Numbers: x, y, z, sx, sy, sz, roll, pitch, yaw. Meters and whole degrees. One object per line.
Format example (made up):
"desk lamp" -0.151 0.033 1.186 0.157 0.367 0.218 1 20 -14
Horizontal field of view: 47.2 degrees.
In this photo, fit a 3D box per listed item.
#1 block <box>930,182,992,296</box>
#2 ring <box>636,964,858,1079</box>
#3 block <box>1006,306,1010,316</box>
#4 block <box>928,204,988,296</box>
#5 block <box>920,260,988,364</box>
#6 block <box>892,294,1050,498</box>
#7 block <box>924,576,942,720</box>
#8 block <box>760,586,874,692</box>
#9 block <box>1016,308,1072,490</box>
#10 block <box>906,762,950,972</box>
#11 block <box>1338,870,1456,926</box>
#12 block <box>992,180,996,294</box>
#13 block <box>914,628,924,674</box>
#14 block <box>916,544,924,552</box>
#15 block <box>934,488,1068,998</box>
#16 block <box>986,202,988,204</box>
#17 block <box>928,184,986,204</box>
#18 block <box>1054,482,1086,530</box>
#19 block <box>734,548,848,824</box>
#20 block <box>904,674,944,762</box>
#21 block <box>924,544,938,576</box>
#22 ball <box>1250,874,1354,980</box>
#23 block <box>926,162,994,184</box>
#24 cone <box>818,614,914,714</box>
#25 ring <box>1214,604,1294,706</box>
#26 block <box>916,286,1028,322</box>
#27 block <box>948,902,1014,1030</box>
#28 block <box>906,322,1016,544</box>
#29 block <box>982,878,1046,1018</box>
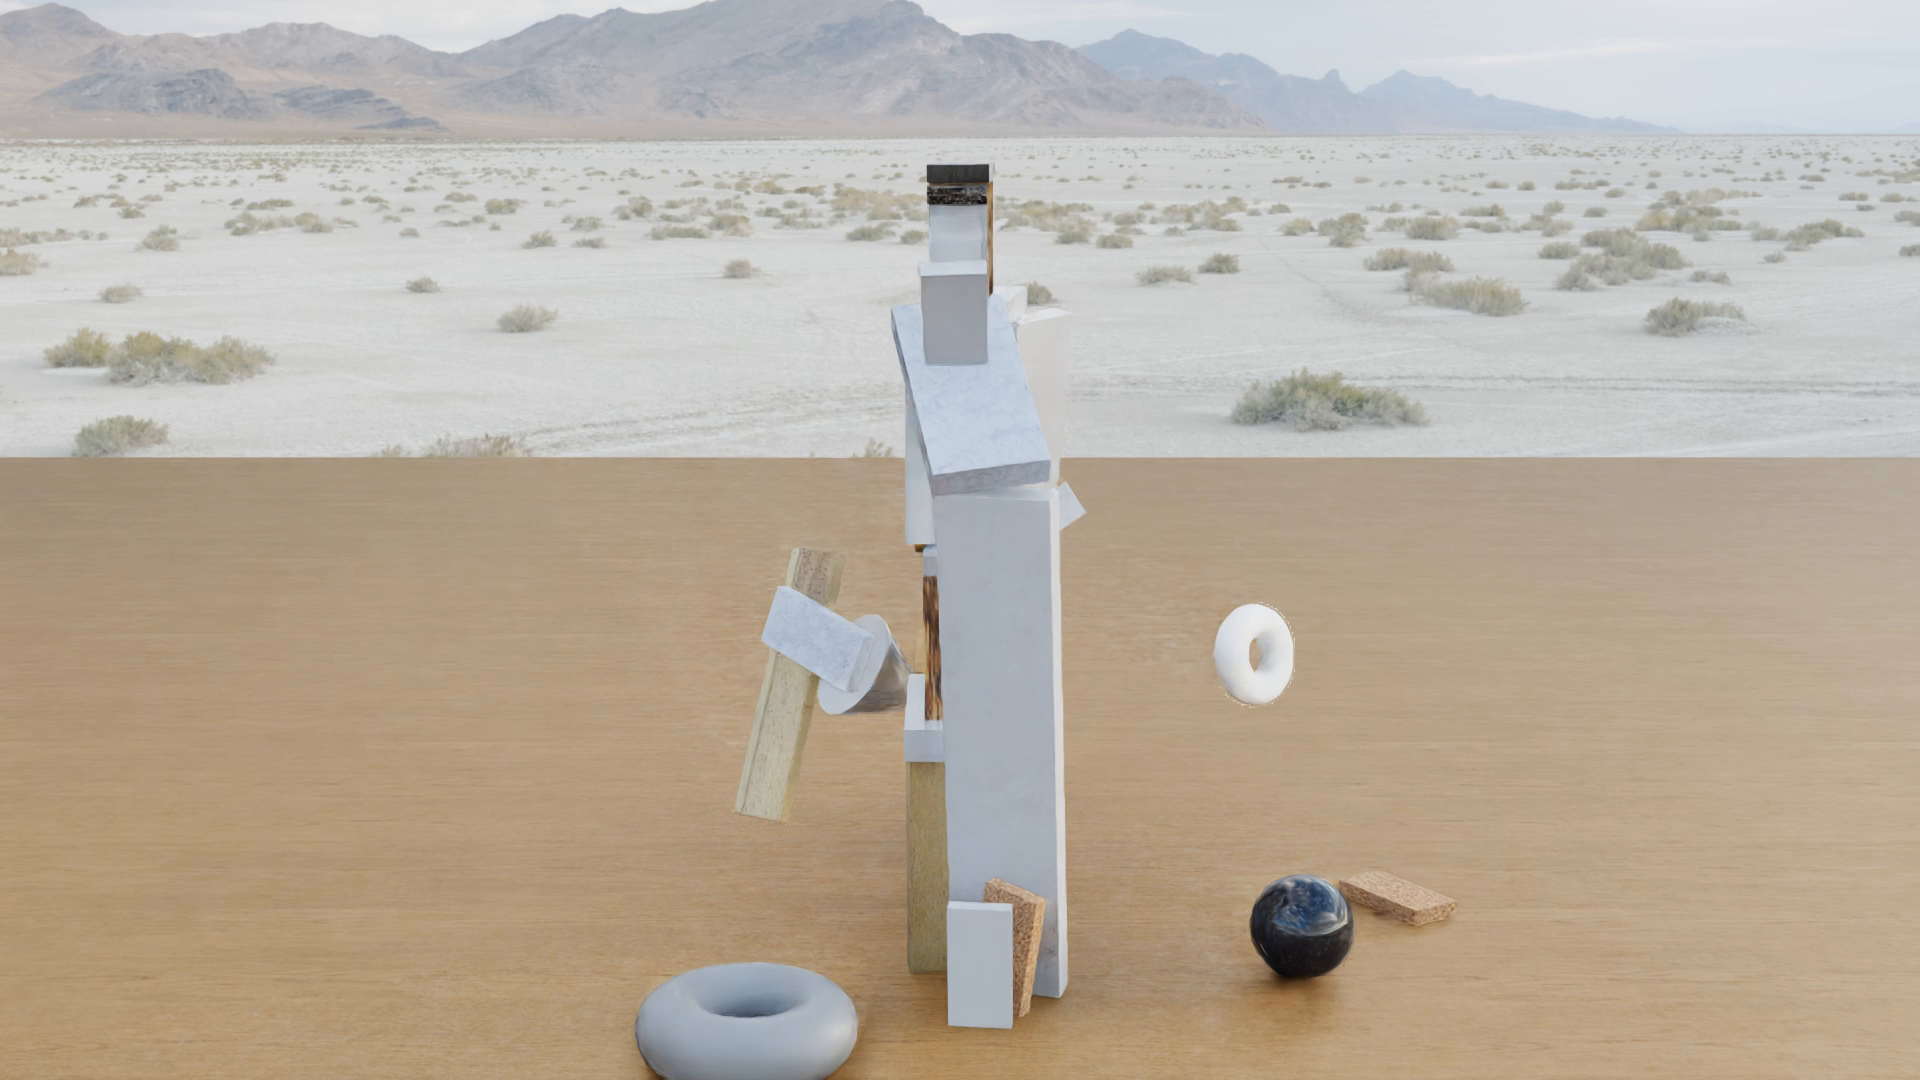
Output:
"block" 0.002 -0.476 3.576 0.102 0.209 0.029 0 13 0
"ring" -0.290 0.664 2.999 0.303 0.101 0.303 1 10 0
"block" 0.004 -0.345 3.561 0.153 0.043 0.306 0 10 1
"block" -0.002 -0.430 3.406 0.090 0.179 0.025 -1 12 0
"block" -0.007 -0.313 3.039 0.090 0.179 0.025 -2 53 0
"block" 0.012 -0.209 3.117 0.164 0.047 0.328 -8 51 -8
"block" 0.002 0.156 3.270 0.111 0.222 0.031 0 10 0
"block" -0.214 0.147 3.284 0.179 0.090 0.025 28 15 32
"block" 0.112 -0.112 4.036 0.155 0.616 0.044 -17 29 -42
"block" 0.006 0.480 3.330 0.170 0.340 0.048 -1 11 -8
"block" 0.717 0.587 3.614 0.090 0.026 0.180 -7 13 -33
"block" 0.007 -0.506 3.718 0.102 0.203 0.029 1 15 7
"block" 0.011 0.209 3.727 0.170 0.048 0.339 0 10 0
"block" 0.005 -0.146 3.497 0.153 0.324 0.043 0 11 1
"block" 0.062 0.297 3.149 0.164 0.765 0.047 4 19 16
"block" 0.000 -0.451 3.521 0.090 0.179 0.025 0 8 4
"block" -0.003 -0.541 3.443 0.090 0.025 0.179 0 10 1
"block" 0.114 -0.022 3.469 0.171 0.060 0.017 -33 0 -17
"block" -0.261 0.221 3.385 0.090 0.417 0.025 7 -9 36
"block" 0.002 0.271 3.392 0.170 0.048 0.340 0 11 0
"block" 0.002 0.018 3.319 0.111 0.031 0.222 0 11 0
"ball" 0.513 0.579 3.299 0.156 0.156 0.156 0 11 0
"block" 0.002 -0.606 3.622 0.102 0.029 0.203 0 11 3
"cone" -0.118 0.263 3.957 0.196 0.196 0.196 31 -7 -30
"ring" 0.609 0.237 4.548 0.210 0.210 0.070 -9 3 -40
"block" 0.024 -0.411 3.871 0.155 0.044 0.310 1 12 8
"block" 0.029 0.602 3.111 0.090 0.180 0.025 1 14 7
"block" 0.001 -0.159 3.277 0.164 0.329 0.047 0 4 0
"block" 0.068 0.586 3.163 0.090 0.180 0.025 18 19 33
